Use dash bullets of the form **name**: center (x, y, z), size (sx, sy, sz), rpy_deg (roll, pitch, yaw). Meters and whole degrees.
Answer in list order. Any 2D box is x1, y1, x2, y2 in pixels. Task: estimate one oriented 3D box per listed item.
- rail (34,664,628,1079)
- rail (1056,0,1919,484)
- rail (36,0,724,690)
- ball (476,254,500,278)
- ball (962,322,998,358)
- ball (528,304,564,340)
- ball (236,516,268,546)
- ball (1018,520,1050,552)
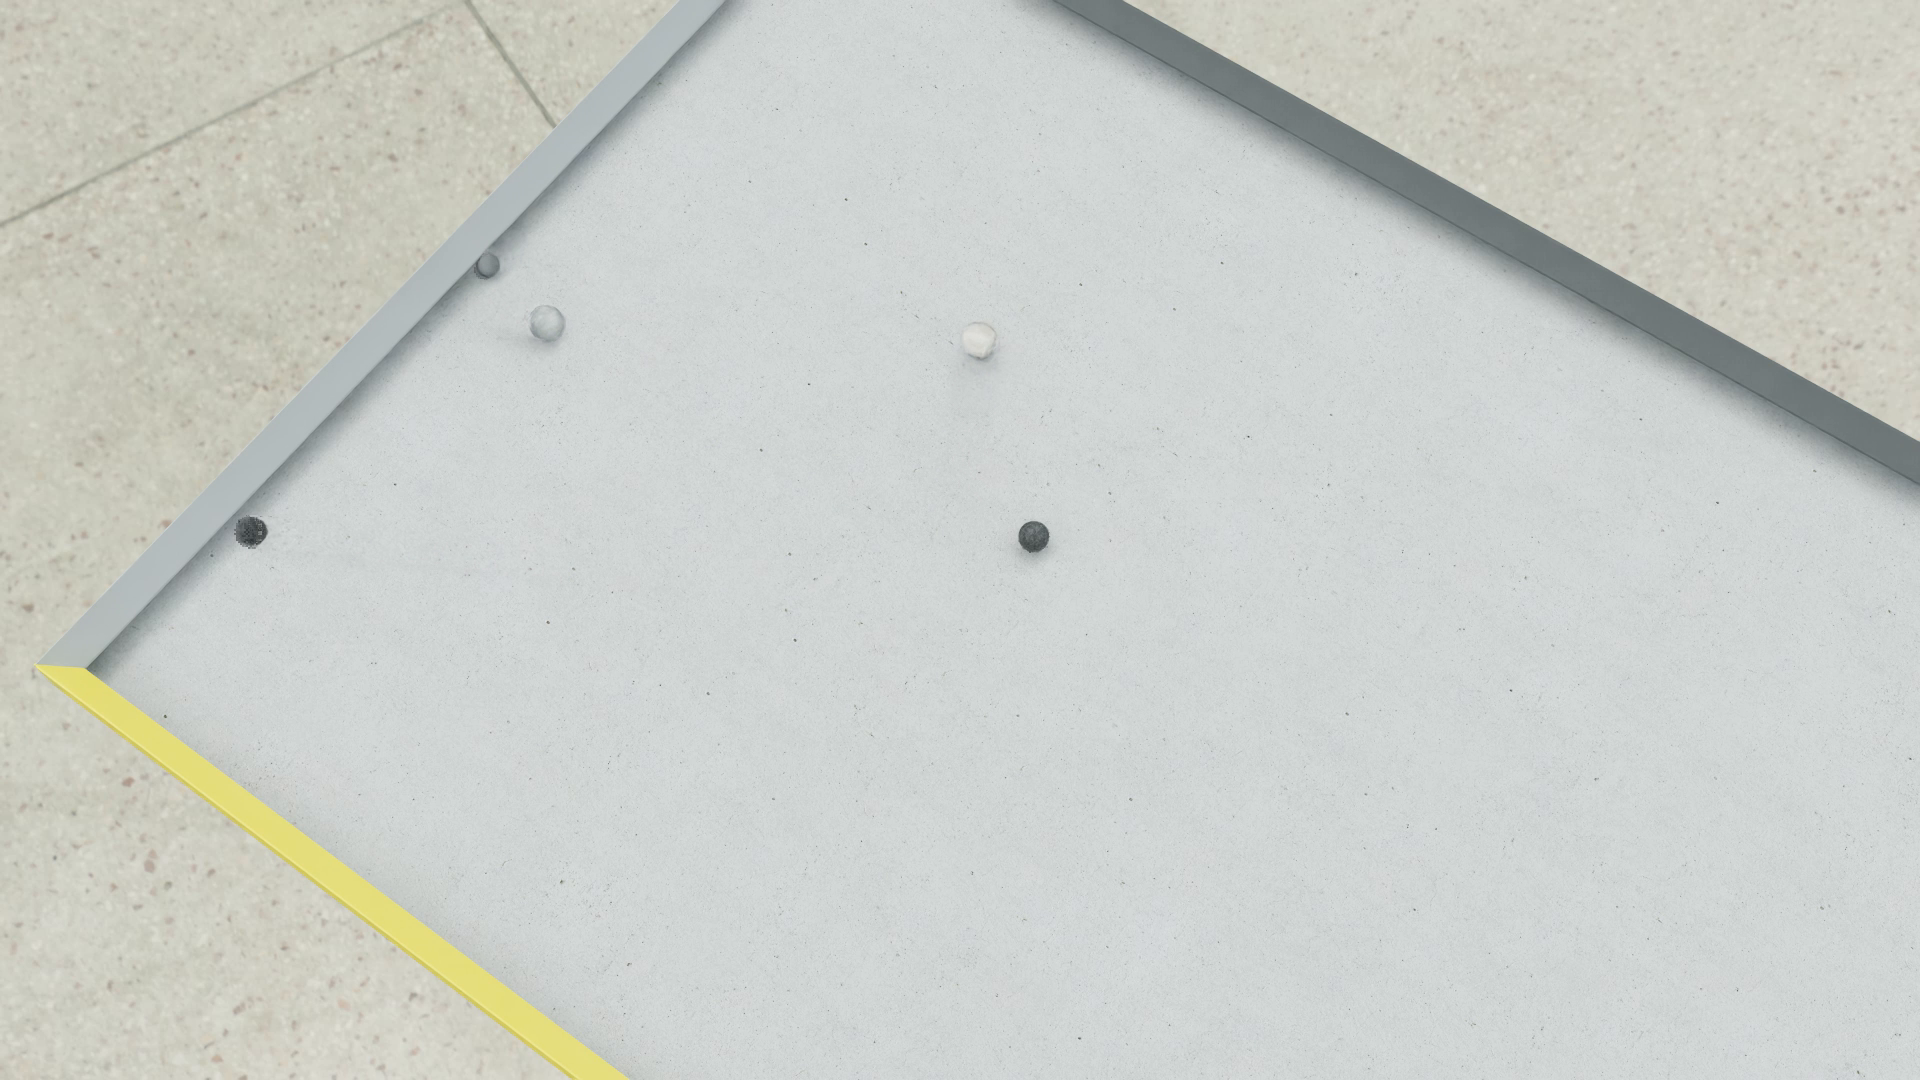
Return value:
- **rail**: center (0.254, 1.284, 2.964), size (4.156, 0.081, 0.045), rpy_deg (33, 69, 15)
- **rail**: center (1.438, -0.210, 3.685), size (4.156, 0.081, 0.045), rpy_deg (33, 69, 15)
- **rail**: center (-0.826, -0.538, 3.844), size (0.045, 0.081, 2.085), rpy_deg (33, 69, 15)
- **ball**: center (-0.824, -0.479, 3.838), size (0.042, 0.042, 0.042), rpy_deg (0, 64, 0)
- **ball**: center (0.035, -0.343, 3.761), size (0.063, 0.063, 0.063), rpy_deg (0, 64, 0)
- **ball**: center (-0.711, -0.374, 3.777), size (0.060, 0.060, 0.060), rpy_deg (0, 64, 0)
- **ball**: center (-1.162, -0.014, 3.610), size (0.048, 0.048, 0.048), rpy_deg (0, 64, 0)
- **ball**: center (0.121, -0.006, 3.604), size (0.052, 0.052, 0.052), rpy_deg (0, 64, 0)
